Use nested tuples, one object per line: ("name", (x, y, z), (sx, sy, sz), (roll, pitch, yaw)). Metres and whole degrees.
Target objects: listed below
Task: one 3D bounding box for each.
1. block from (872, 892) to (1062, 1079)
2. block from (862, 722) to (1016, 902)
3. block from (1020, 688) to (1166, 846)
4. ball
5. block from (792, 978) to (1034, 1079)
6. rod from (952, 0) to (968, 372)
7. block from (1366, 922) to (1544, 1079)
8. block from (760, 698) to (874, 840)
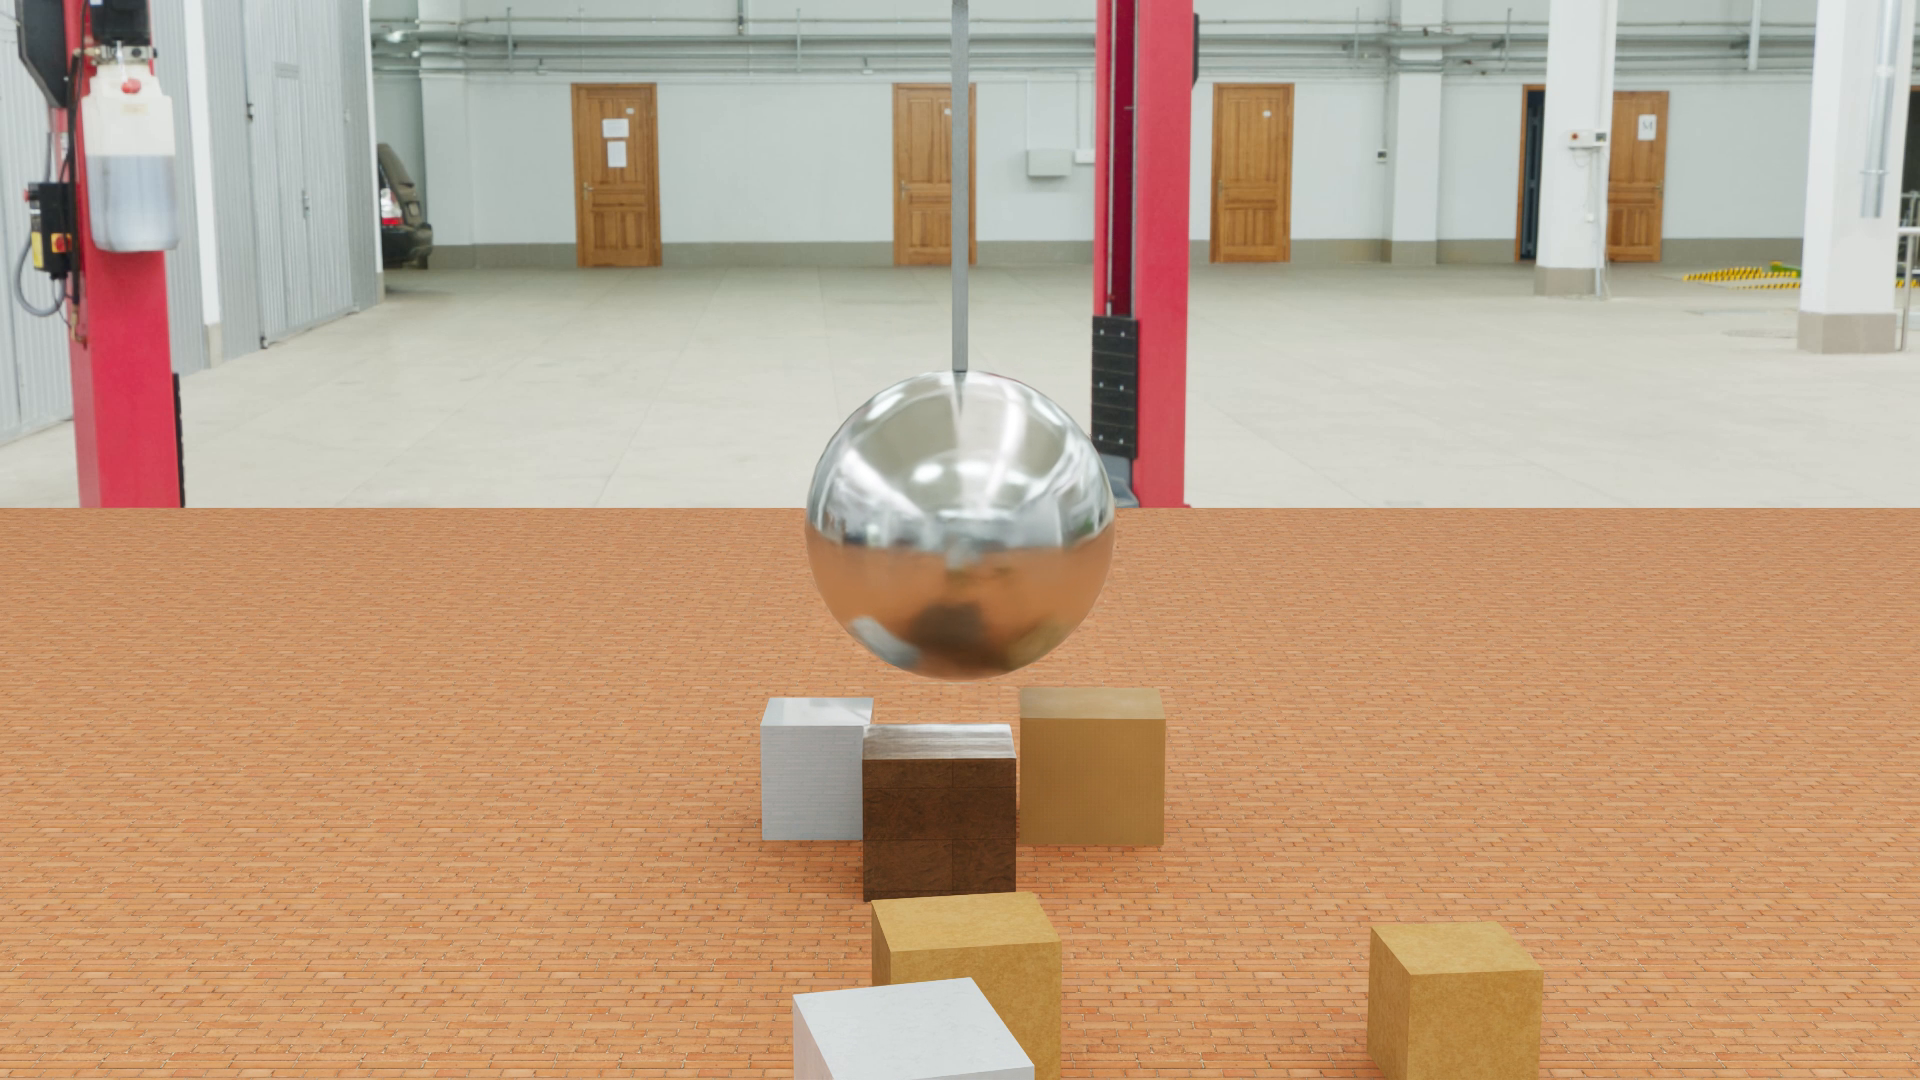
("block", (0.015, 1.732, 8.356), (0.635, 0.602, 0.558), (-2, 10, -9))
("block", (-0.105, 1.293, 10.527), (0.713, 0.689, 0.622), (0, 10, -2))
("block", (0.674, 1.159, 11.358), (0.727, 0.656, 0.632), (0, 10, 2))
("ball", (0.000, -0.076, 11.299), (1.600, 1.600, 1.600), (0, 10, 0))
("block", (-0.163, 1.908, 7.040), (0.609, 0.727, 0.746), (-3, 11, -14))
("rod", (0.000, -3.407, 10.618), (0.080, 5.200, 0.080), (0, 12, 0))
("block", (1.863, 1.784, 8.323), (0.501, 0.512, 0.511), (-1, 10, -6))
("block", (-0.730, 1.179, 11.397), (0.550, 0.602, 0.559), (0, 10, 0))
